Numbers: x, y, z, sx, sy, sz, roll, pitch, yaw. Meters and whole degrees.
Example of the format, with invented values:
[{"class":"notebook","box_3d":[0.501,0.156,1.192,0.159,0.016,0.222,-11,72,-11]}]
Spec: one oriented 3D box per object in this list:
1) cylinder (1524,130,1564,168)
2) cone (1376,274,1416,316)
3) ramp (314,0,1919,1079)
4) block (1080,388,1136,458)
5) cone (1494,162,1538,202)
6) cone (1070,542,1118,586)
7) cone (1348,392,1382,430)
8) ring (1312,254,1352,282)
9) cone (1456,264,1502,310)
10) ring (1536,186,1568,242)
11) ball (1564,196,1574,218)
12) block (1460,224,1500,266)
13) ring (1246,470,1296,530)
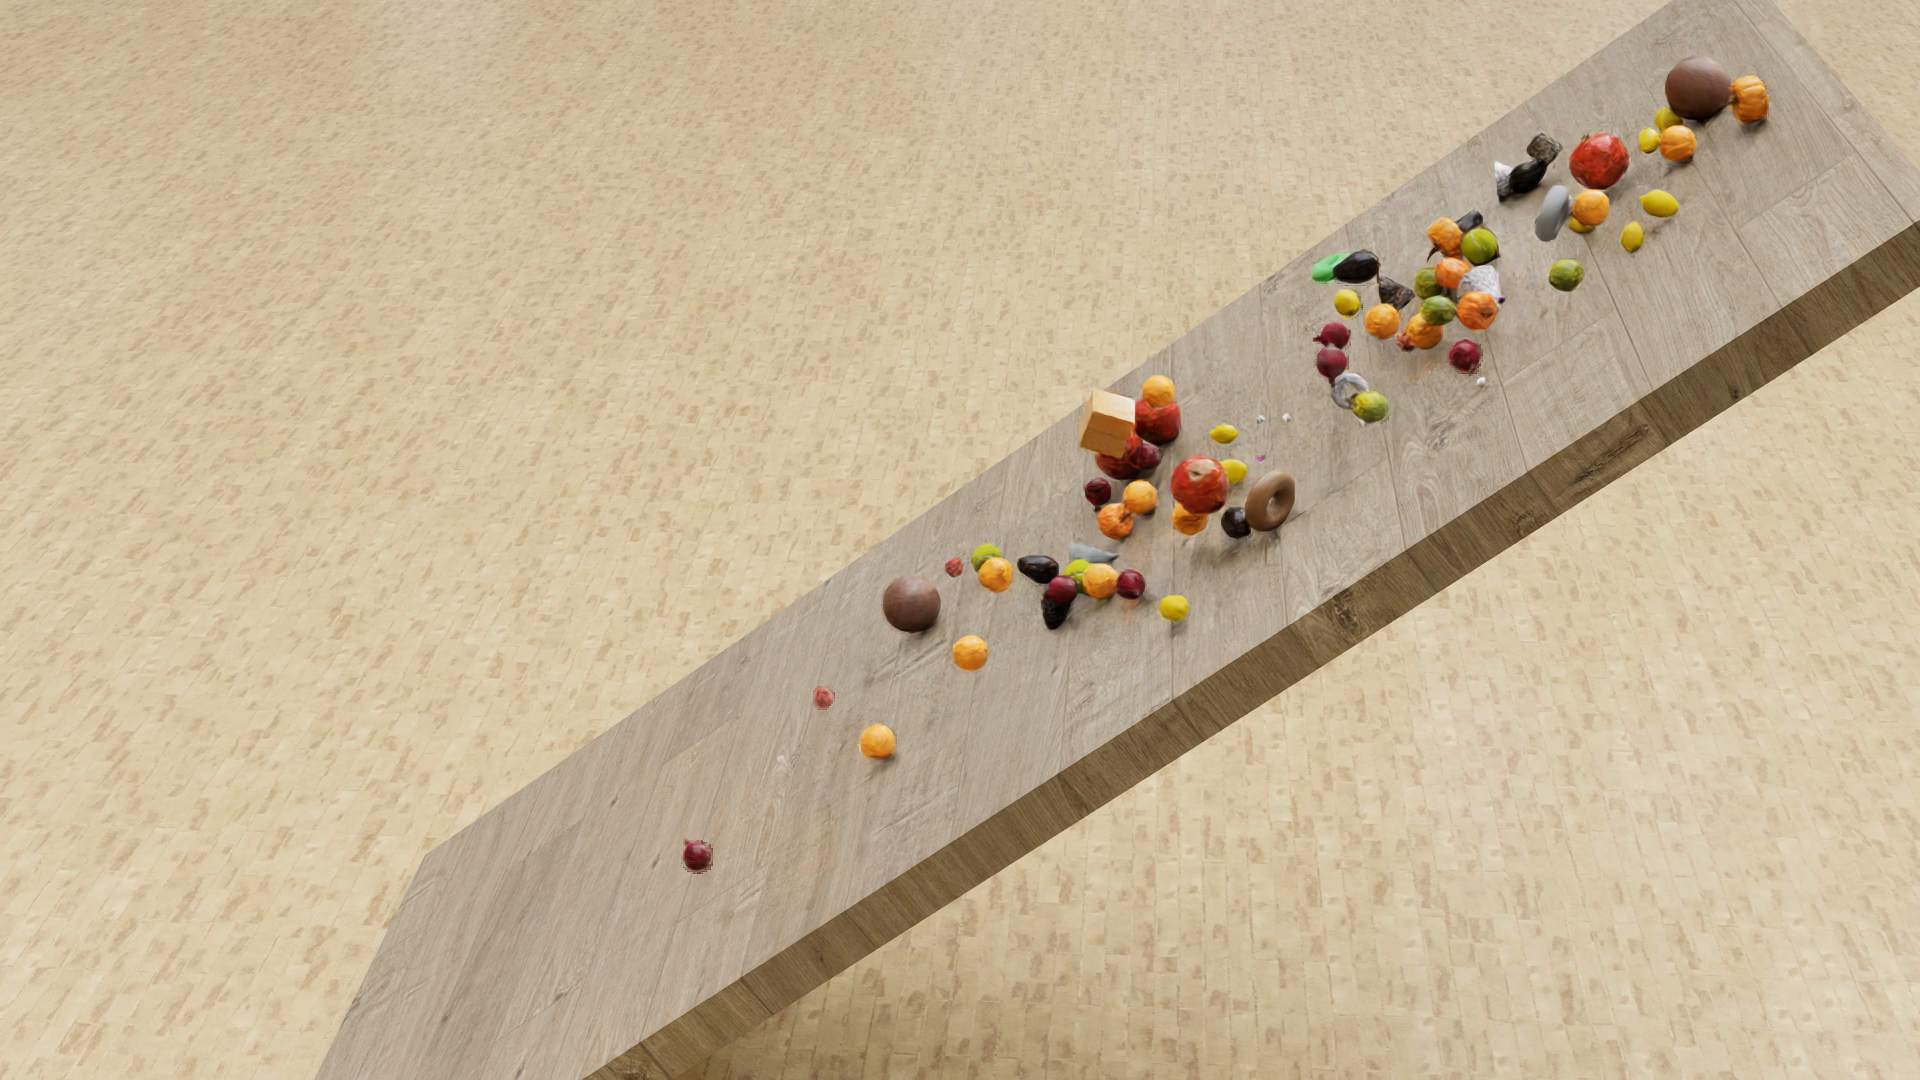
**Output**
[{"class":"cylinder","box_3d":[1.230,-0.824,6.195,0.057,0.057,0.057,40,34,9]},{"class":"cone","box_3d":[0.905,-0.532,6.219,0.084,0.084,0.084,-36,16,12]},{"class":"ramp","box_3d":[0.129,0.179,6.322,4.000,0.100,2.000,-34,16,16]},{"class":"block","box_3d":[0.316,-0.250,6.318,0.095,0.095,0.095,15,33,-7]},{"class":"cone","box_3d":[1.198,-0.776,6.323,0.087,0.087,0.087,-6,21,13]},{"class":"cone","box_3d":[0.282,0.041,6.096,0.096,0.096,0.096,-9,22,5]},{"class":"cone","box_3d":[0.793,-0.243,5.759,0.066,0.066,0.066,2,58,4]},{"class":"ring","box_3d":[0.737,-0.541,5.837,0.087,0.029,0.087,-26,18,9]},{"class":"cone","box_3d":[1.048,-0.479,5.819,0.096,0.096,0.096,-9,39,-20]},{"class":"ring","box_3d":[1.144,-0.630,5.679,0.038,0.113,0.113,20,28,18]},{"class":"ball","box_3d":[1.221,-0.680,5.979,0.052,0.052,0.052,0,23,0]},{"class":"block","box_3d":[1.066,-0.603,6.030,0.055,0.055,0.055,-26,49,29]},{"class":"ring","box_3d":[0.591,-0.075,5.593,0.125,0.125,0.042,-21,37,-40]}]
